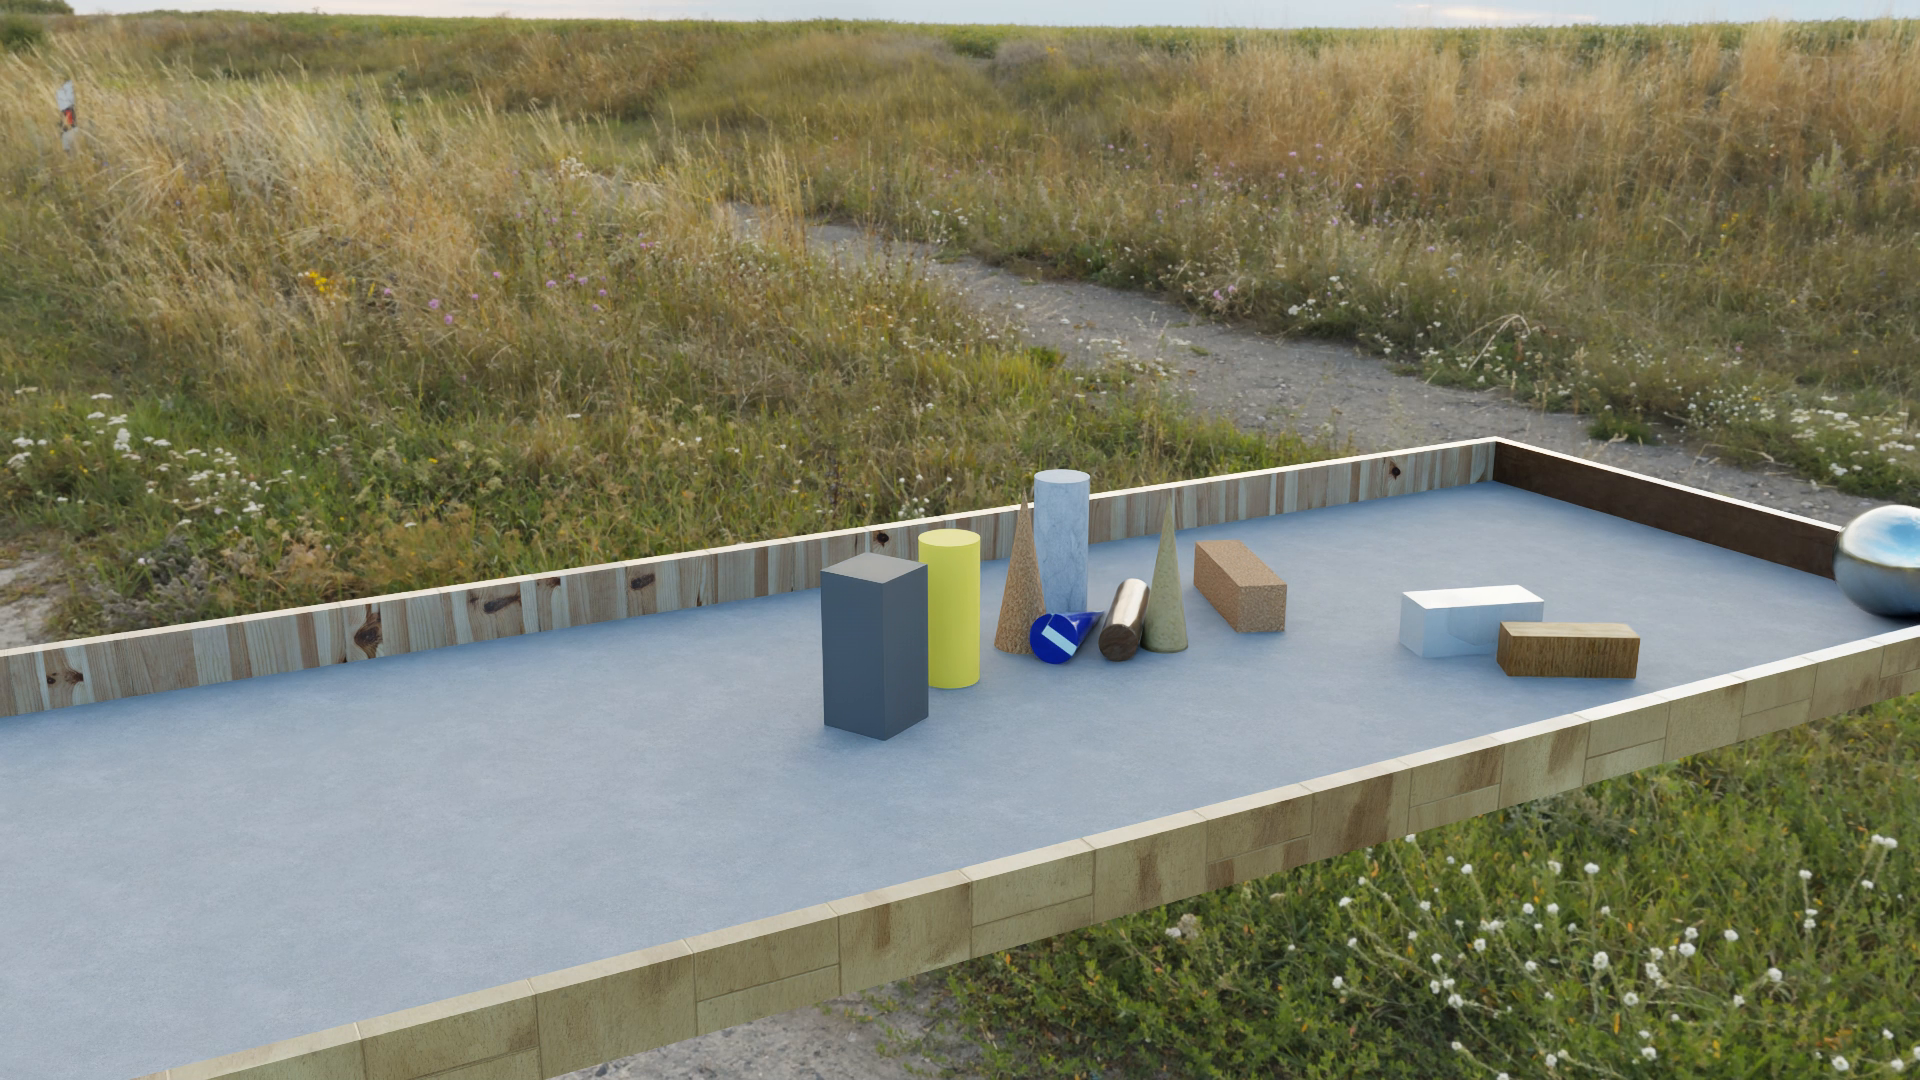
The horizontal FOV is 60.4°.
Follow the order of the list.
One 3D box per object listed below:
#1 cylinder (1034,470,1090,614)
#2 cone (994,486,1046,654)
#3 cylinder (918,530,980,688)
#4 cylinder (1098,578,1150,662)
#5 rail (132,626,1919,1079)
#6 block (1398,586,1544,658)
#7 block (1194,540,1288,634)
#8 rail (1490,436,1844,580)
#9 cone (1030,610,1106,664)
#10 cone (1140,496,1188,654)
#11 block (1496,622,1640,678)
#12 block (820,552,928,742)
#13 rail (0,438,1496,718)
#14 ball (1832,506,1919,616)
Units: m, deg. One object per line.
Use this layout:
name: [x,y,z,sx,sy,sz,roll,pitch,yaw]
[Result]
cylinder: [0.282,0.012,4.614,0.154,0.394,0.154,0,16,0]
cone: [0.168,0.068,4.344,0.153,0.440,0.153,0,16,0]
cylinder: [-0.026,0.171,4.120,0.153,0.368,0.153,0,16,0]
cylinder: [0.449,0.212,4.454,0.101,0.101,0.401,3,17,11]
rail: [-2.336,1.006,1.665,12.000,0.150,0.050,-9,18,-27]
block: [1.356,0.215,4.381,0.335,0.136,0.136,-3,17,-11]
block: [0.791,0.126,4.689,0.133,0.133,0.437,-2,17,-8]
rail: [2.466,-0.048,5.253,0.050,0.150,2.100,-9,18,-27]
cone: [0.326,0.228,4.463,0.132,0.132,0.455,7,9,21]
cone: [0.544,0.079,4.341,0.129,0.421,0.129,0,16,0]
block: [1.550,0.280,4.209,0.318,0.109,0.109,1,16,3]
block: [-0.197,0.245,3.847,0.177,0.380,0.177,11,19,32]
rail: [-3.305,0.497,3.399,12.000,0.150,0.050,-9,18,-27]
ball: [2.612,0.058,4.604,0.312,0.312,0.312,0,16,0]
